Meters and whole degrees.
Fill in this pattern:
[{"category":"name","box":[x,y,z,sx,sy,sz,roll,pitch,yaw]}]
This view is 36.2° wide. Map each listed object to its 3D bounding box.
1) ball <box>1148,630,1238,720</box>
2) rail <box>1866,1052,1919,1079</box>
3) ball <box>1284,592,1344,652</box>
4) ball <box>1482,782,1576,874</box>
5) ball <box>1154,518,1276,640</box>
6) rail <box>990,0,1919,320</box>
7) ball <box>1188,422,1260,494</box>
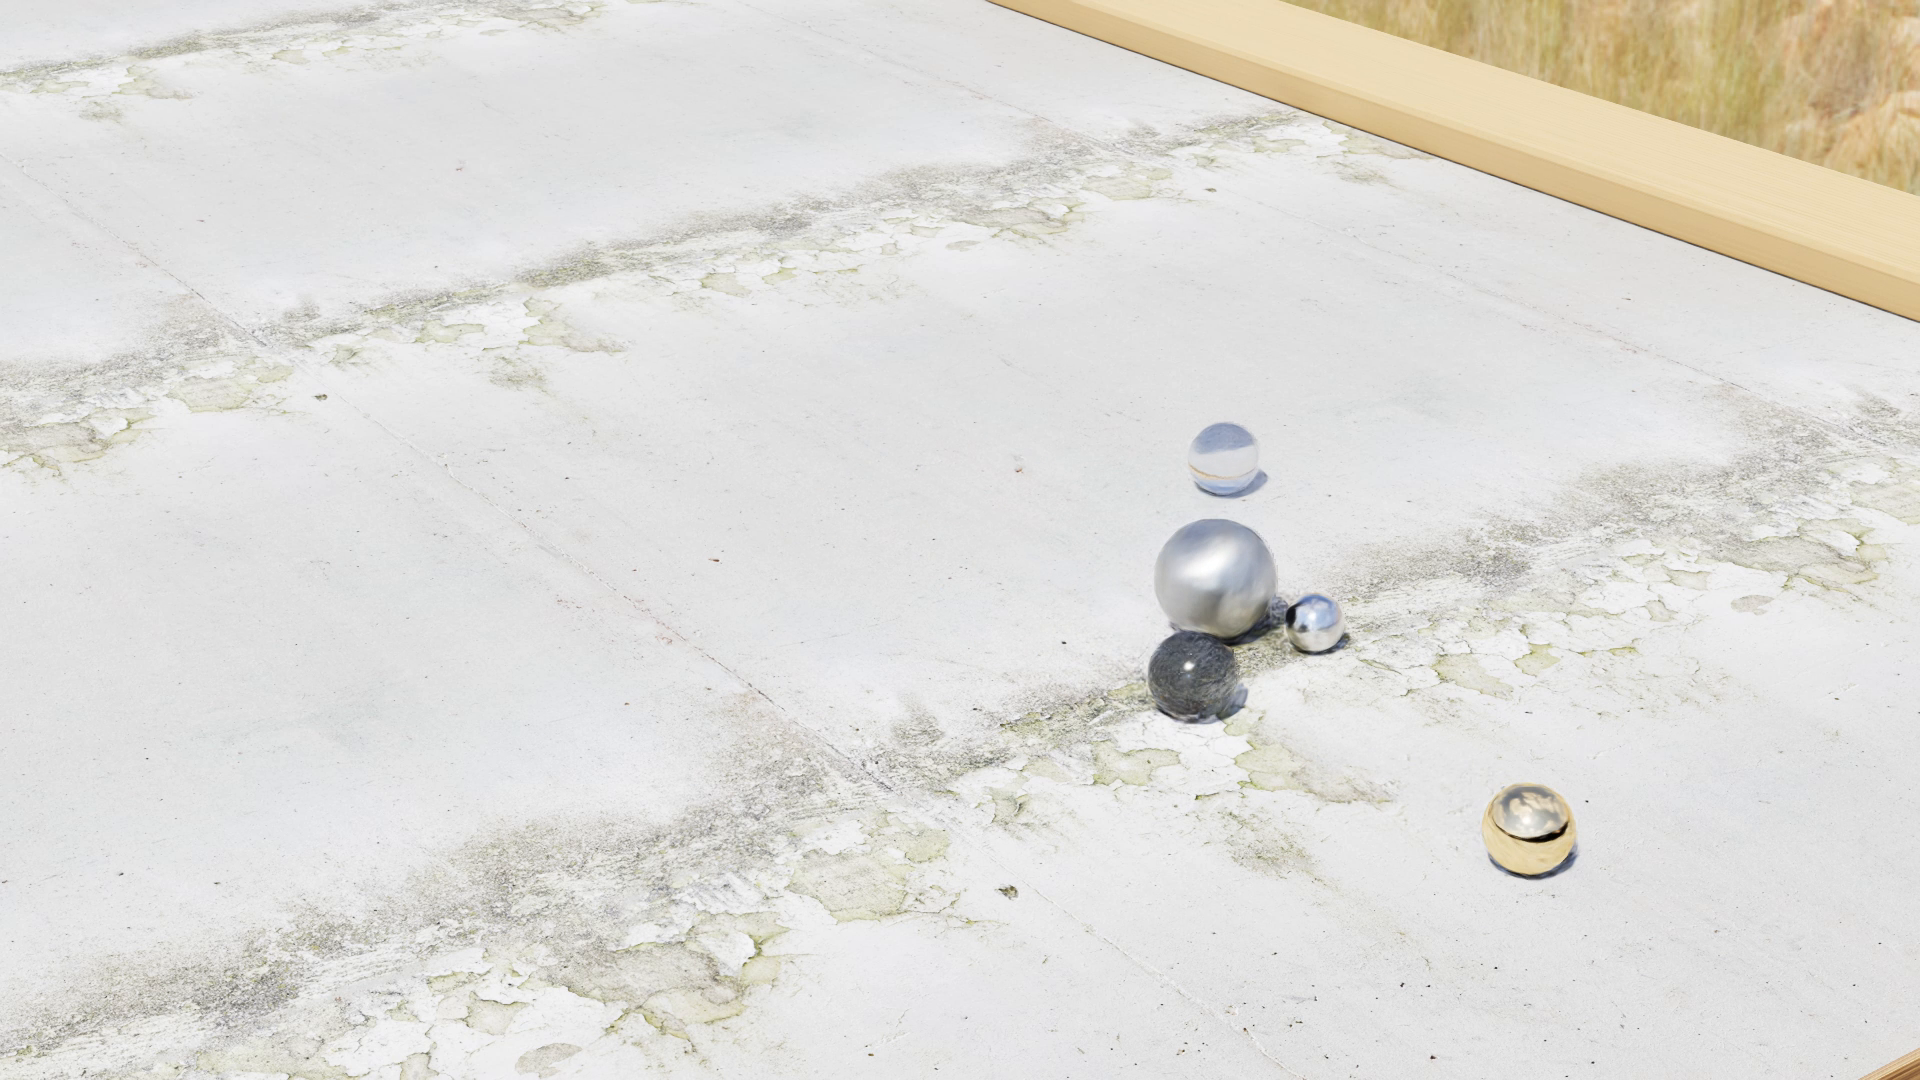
[{"category":"ball","box":[0.158,0.092,1.995,0.061,0.061,0.061,0,25,0]},{"category":"rail","box":[0.519,0.277,1.524,2.082,0.114,0.045,-17,29,-32]},{"category":"ball","box":[0.252,0.059,2.091,0.042,0.042,0.042,0,25,0]},{"category":"ball","box":[0.350,0.178,1.813,0.057,0.057,0.057,0,25,0]},{"category":"ball","box":[0.182,0.028,2.104,0.088,0.088,0.088,0,25,0]},{"category":"rail","box":[0.295,-0.581,3.401,0.045,0.114,3.665,-17,29,-32]},{"category":"ball","box":[0.210,-0.065,2.342,0.058,0.058,0.058,0,25,0]}]
